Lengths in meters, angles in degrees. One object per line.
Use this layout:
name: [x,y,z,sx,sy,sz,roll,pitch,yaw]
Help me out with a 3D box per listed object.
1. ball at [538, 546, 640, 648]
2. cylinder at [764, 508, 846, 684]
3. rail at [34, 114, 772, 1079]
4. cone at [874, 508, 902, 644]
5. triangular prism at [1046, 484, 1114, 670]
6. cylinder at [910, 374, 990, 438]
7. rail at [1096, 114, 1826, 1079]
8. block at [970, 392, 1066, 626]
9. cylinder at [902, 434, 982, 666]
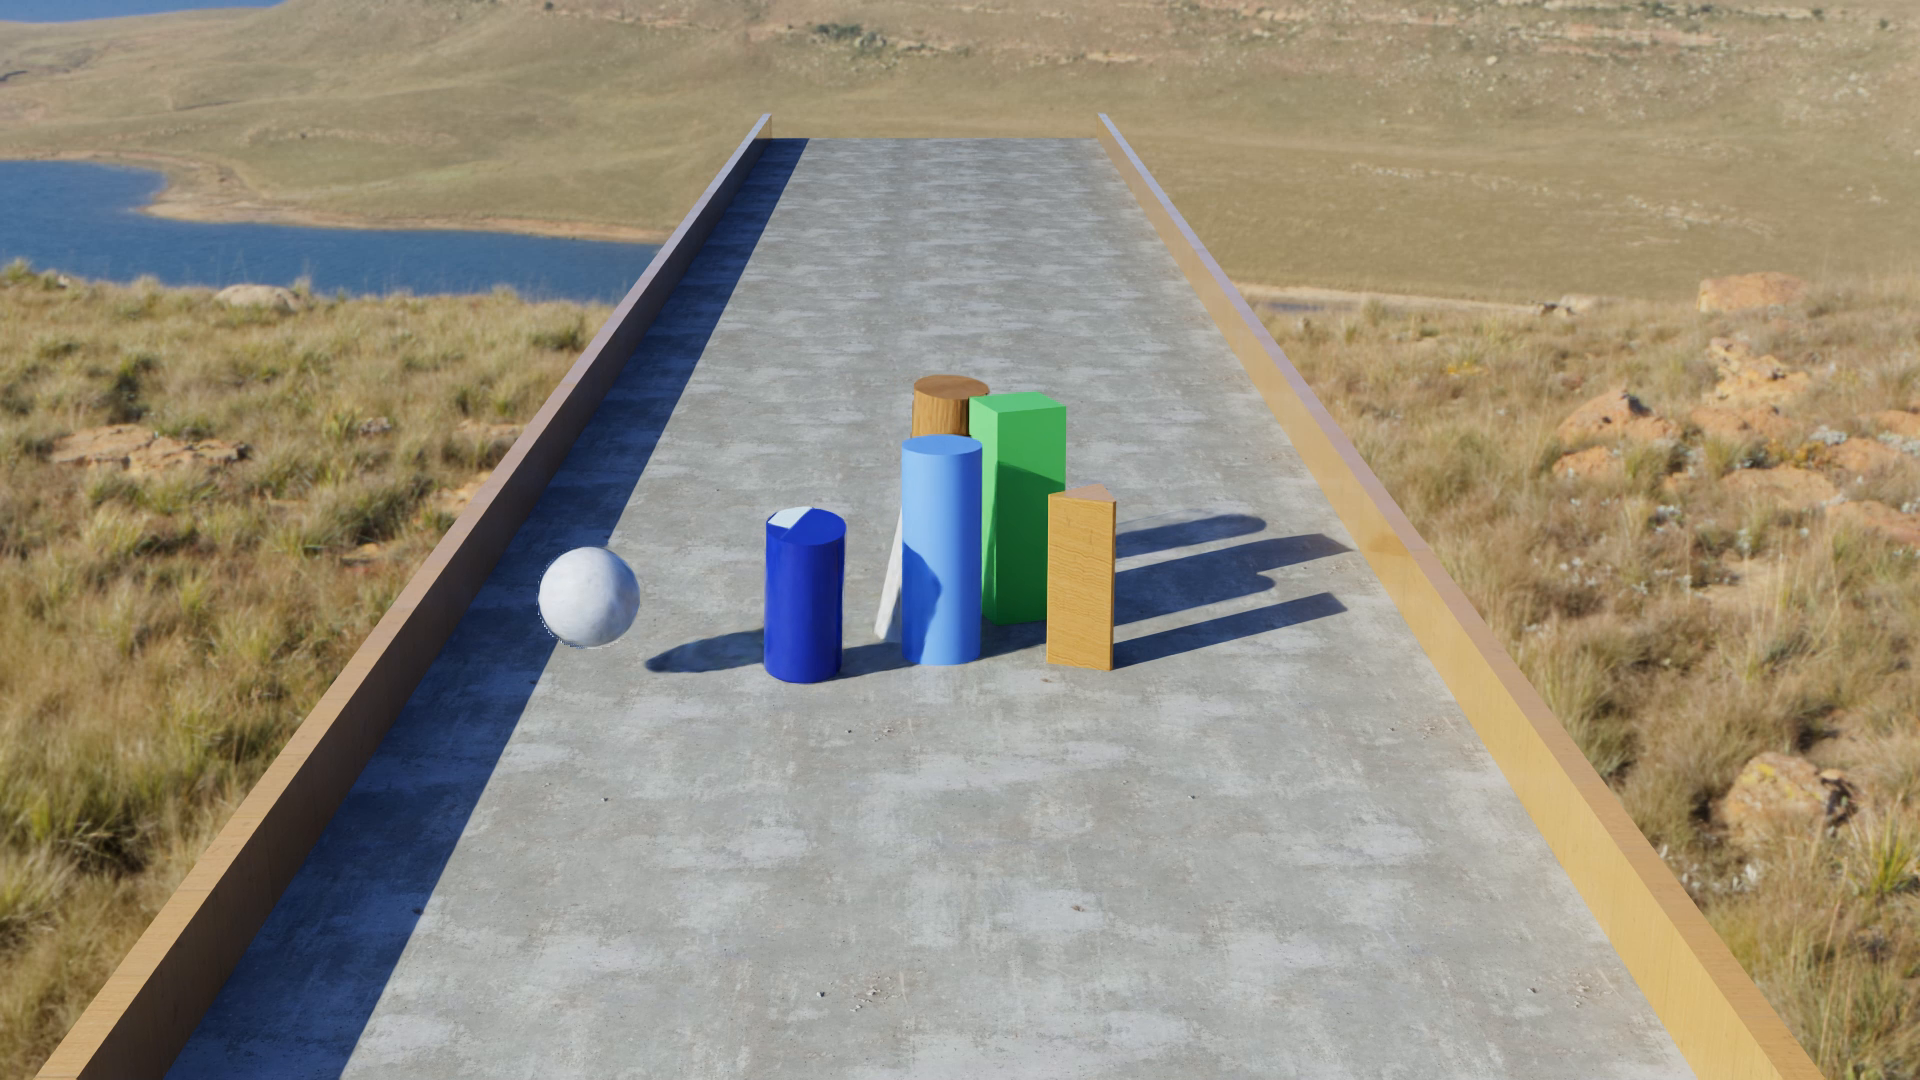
ball: [-0.716,0.110,4.250,0.194,0.194,0.194,0,17,0]
cylinder: [-0.303,0.109,4.273,0.155,0.309,0.155,3,28,-2]
rail: [-1.118,-0.838,7.780,0.050,0.150,12.000,0,17,-1]
cone: [-0.107,0.001,4.477,0.108,0.415,0.108,4,23,-2]
triangular prism: [0.258,0.070,4.383,0.136,0.348,0.117,6,18,20]
cylinder: [-0.033,-0.127,4.844,0.164,0.444,0.164,4,23,-2]
rail: [0.932,-0.844,7.801,0.050,0.150,12.000,0,17,-1]
block: [0.120,-0.068,4.649,0.154,0.460,0.154,-6,18,-21]
cylinder: [-0.037,0.020,4.393,0.161,0.435,0.161,0,17,0]
